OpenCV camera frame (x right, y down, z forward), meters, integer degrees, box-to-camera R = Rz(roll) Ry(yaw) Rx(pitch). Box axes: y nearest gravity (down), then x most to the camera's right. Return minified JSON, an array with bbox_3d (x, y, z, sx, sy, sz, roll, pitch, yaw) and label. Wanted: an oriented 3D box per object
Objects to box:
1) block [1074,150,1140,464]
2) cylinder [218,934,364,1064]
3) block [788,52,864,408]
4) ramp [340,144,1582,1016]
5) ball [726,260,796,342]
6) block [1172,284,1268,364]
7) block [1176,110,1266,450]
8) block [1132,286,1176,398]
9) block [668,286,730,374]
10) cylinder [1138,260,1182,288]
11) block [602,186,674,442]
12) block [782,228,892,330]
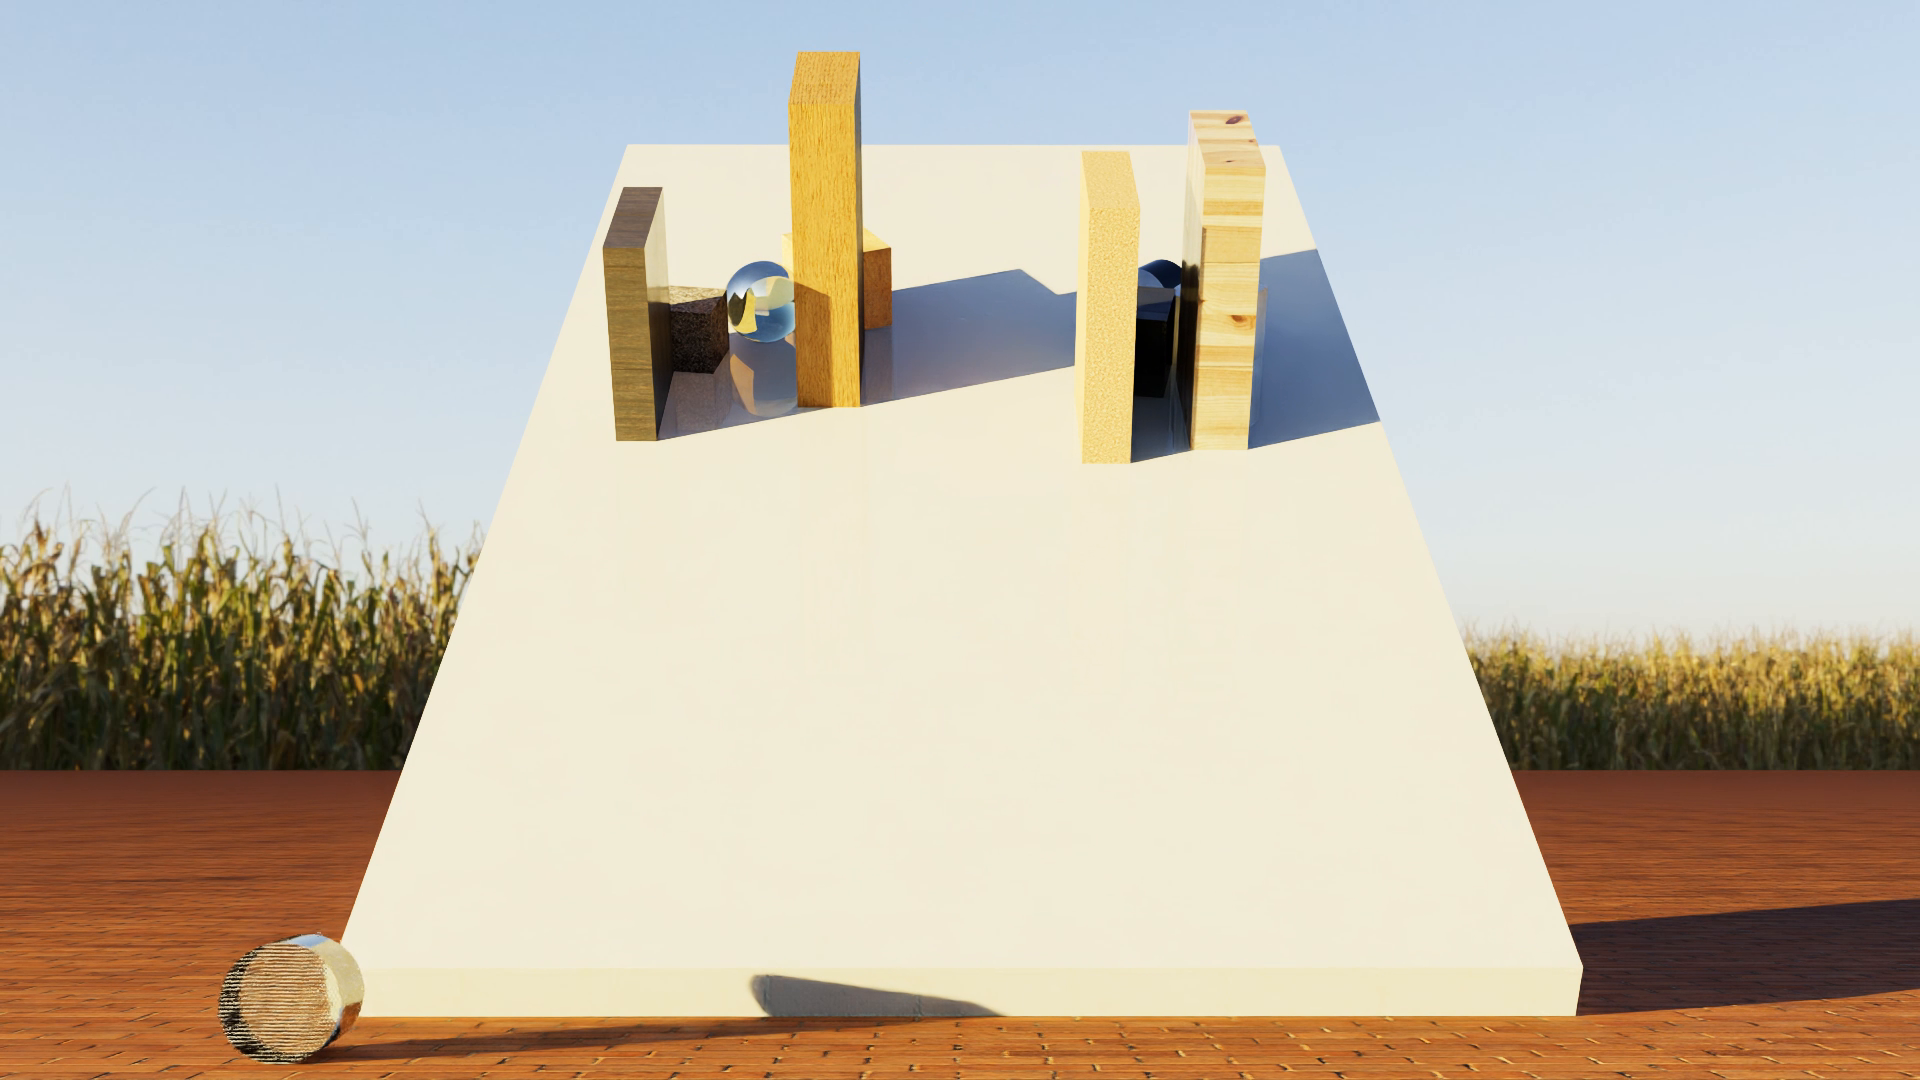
[{"bbox_3d":[0.331,-0.530,5.430,0.109,0.611,0.372,0,28,0],"label":"block"},{"bbox_3d":[-0.931,0.639,3.337,0.164,0.164,0.164,0,-5,-3],"label":"cylinder"},{"bbox_3d":[-0.311,-0.737,5.673,0.147,0.743,0.403,0,28,0],"label":"block"},{"bbox_3d":[-0.012,-0.221,5.605,2.000,0.100,4.000,0,28,0],"label":"ramp"},{"bbox_3d":[-0.489,-0.596,5.977,0.206,0.206,0.206,0,-5,0],"label":"ball"},{"bbox_3d":[0.629,-0.532,5.889,0.182,0.182,0.182,18,33,30],"label":"block"},{"bbox_3d":[0.593,-0.598,5.487,0.131,0.679,0.391,0,28,0],"label":"block"},{"bbox_3d":[0.406,-0.483,5.778,0.201,0.201,0.201,5,29,9],"label":"block"},{"bbox_3d":[-0.667,-0.519,5.881,0.159,0.159,0.159,5,29,8],"label":"block"},{"bbox_3d":[0.461,-0.585,5.978,0.190,0.190,0.190,-6,16,47],"label":"cylinder"},{"bbox_3d":[-0.746,-0.529,5.567,0.093,0.475,0.393,0,28,0],"label":"block"},{"bbox_3d":[-0.314,-0.665,6.101,0.210,0.210,0.210,-14,31,-24],"label":"block"}]
